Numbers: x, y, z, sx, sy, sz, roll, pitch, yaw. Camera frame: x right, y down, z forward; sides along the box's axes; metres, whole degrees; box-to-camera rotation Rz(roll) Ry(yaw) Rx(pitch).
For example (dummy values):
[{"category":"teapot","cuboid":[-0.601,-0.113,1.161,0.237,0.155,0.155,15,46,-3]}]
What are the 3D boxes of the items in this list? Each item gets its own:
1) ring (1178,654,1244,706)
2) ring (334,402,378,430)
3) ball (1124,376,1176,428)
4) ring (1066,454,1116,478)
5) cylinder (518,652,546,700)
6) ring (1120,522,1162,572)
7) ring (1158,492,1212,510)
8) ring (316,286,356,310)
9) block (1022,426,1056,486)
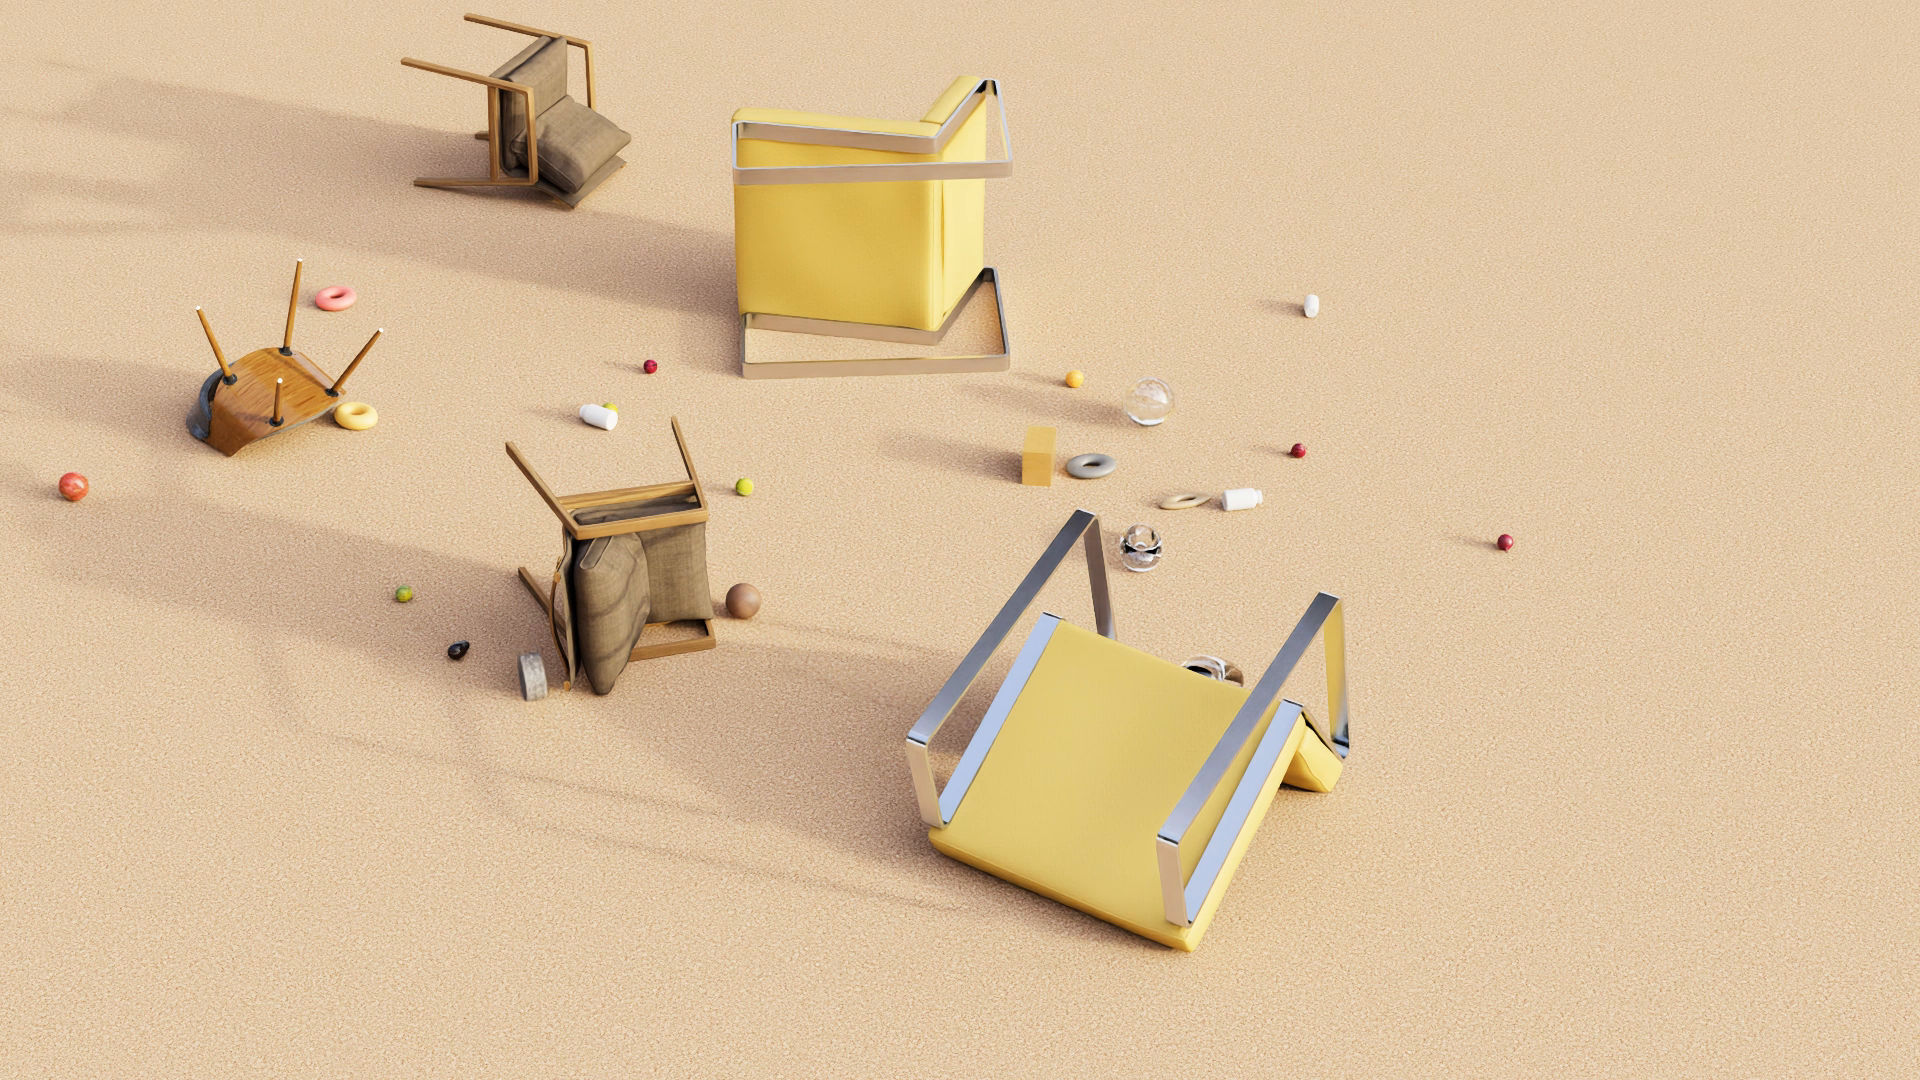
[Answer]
[{"category":"ring","cuboid":[0.853,0.478,9.970,0.153,0.173,0.420,13,1,21]},{"category":"ring","cuboid":[-2.398,-0.493,11.640,0.192,0.060,0.147,19,37,28]},{"category":"ball","cuboid":[0.750,-0.546,11.591,0.201,0.201,0.201,0,33,0]},{"category":"ring","cuboid":[0.507,-0.286,11.343,0.204,0.039,0.158,-8,33,-11]},{"category":"cylinder","cuboid":[-1.473,0.468,10.089,0.069,0.160,0.165,-11,21,-14]},{"category":"ring","cuboid":[0.669,0.027,10.829,0.161,0.083,0.266,3,35,1]},{"category":"ring","cuboid":[0.858,-0.150,11.148,0.220,0.026,0.082,-11,36,-16]},{"category":"ring","cuboid":[-2.651,-1.028,12.460,0.175,0.050,0.178,-2,33,-2]},{"category":"block","cuboid":[0.307,-0.323,11.299,0.109,0.149,0.195,4,34,6]}]
